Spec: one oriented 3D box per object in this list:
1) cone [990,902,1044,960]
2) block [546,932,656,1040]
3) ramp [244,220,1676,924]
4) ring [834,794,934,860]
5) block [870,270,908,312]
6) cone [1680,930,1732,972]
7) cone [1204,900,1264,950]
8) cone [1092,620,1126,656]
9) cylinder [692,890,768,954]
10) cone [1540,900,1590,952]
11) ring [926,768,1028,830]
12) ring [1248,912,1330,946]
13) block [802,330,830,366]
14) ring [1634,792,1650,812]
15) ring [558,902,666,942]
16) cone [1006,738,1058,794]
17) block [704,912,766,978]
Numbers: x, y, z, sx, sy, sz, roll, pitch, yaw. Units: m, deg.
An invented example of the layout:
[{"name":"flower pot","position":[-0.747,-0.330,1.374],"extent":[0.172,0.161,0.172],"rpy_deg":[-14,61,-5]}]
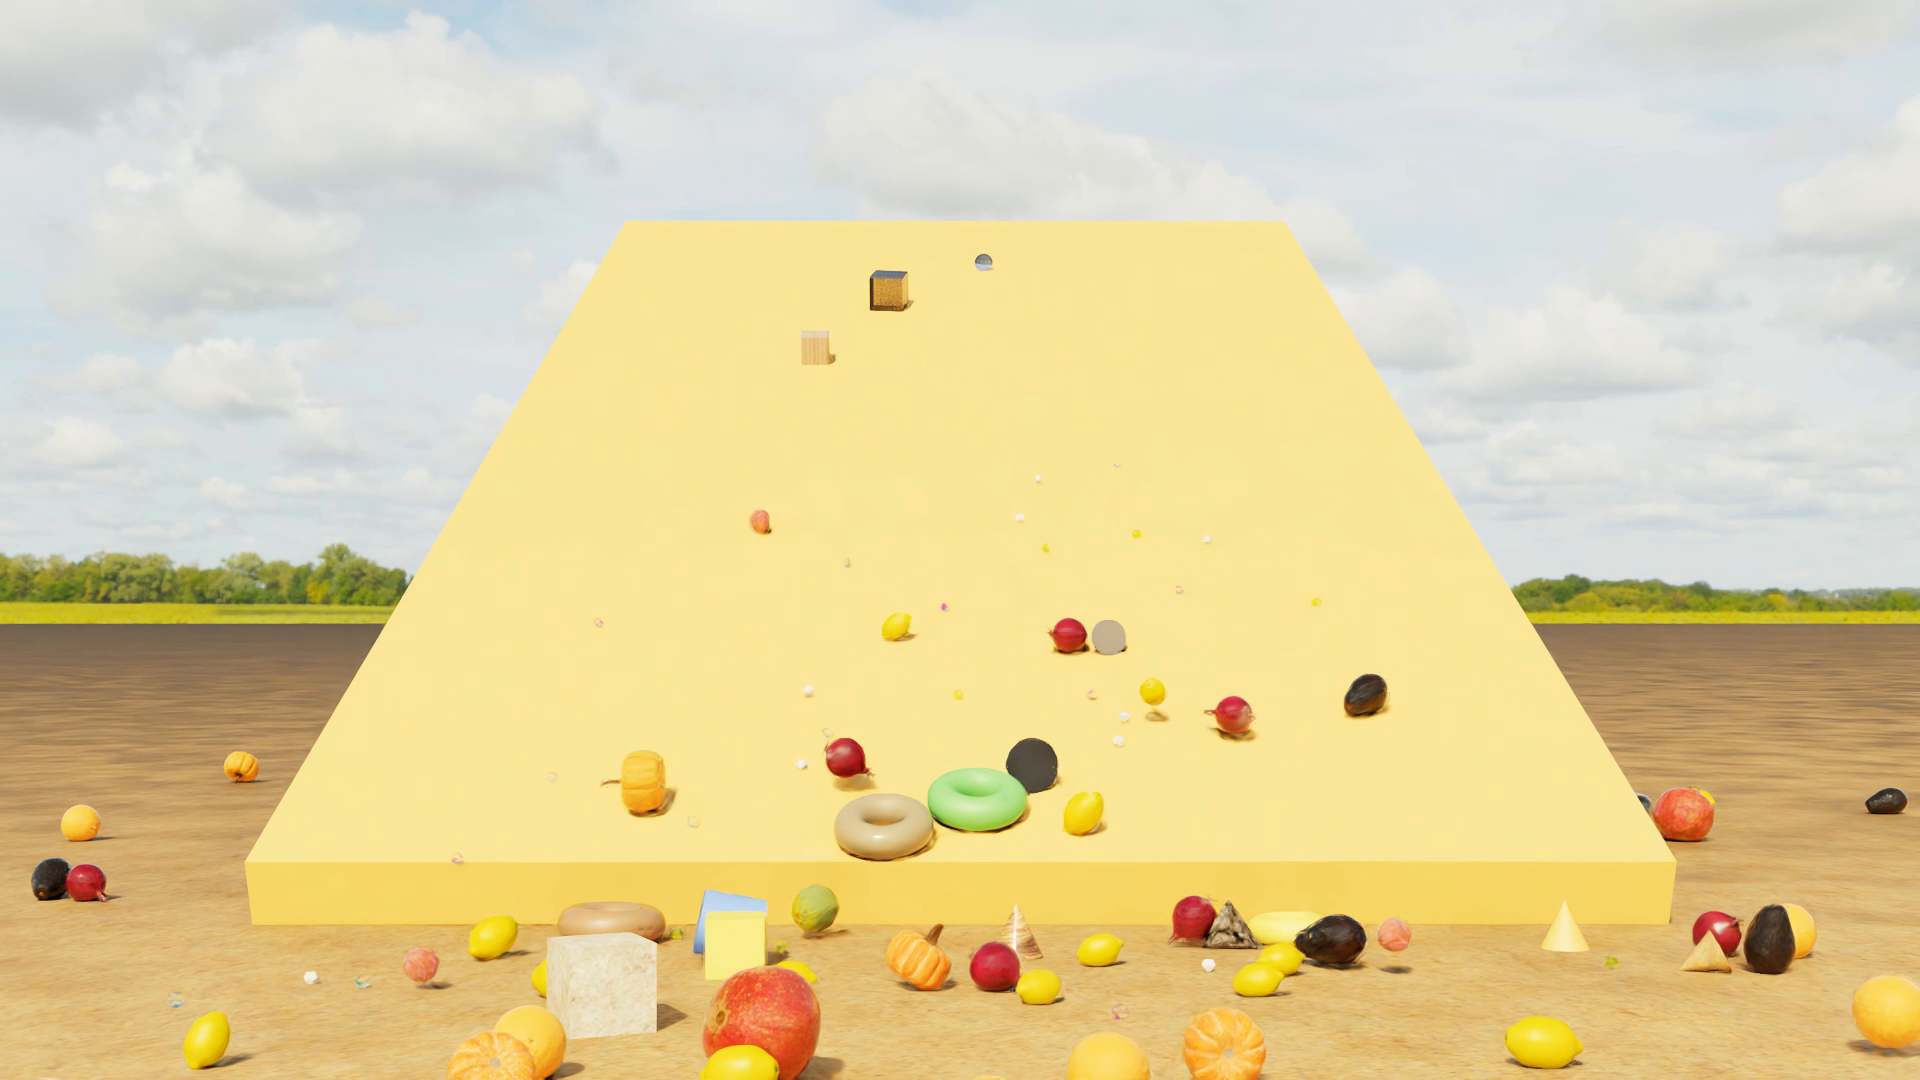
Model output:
[{"name":"cone","position":[0.072,0.498,2.913],"extent":[0.070,0.070,0.070],"rpy_deg":[0,-2,0]},{"name":"block","position":[-0.379,0.469,2.407],"extent":[0.093,0.093,0.093],"rpy_deg":[1,-2,-25]},{"name":"ramp","position":[-0.006,-0.213,5.069],"extent":[2.000,0.100,4.000],"rpy_deg":[0,21,0]},{"name":"ring","position":[-0.108,0.405,3.231],"extent":[0.143,0.048,0.143],"rpy_deg":[-1,22,0]},{"name":"block","position":[-0.186,-0.652,5.961],"extent":[0.087,0.087,0.087],"rpy_deg":[3,21,8]},{"name":"cone","position":[0.907,0.516,2.796],"extent":[0.056,0.056,0.056],"rpy_deg":[-27,-6,7]},{"name":"cone","position":[0.367,0.519,2.982],"extent":[0.070,0.070,0.070],"rpy_deg":[27,7,17]},{"name":"cone","position":[0.244,0.168,3.885],"extent":[0.062,0.062,0.062],"rpy_deg":[1,-7,-15]},{"name":"cylinder","position":[-0.287,0.483,2.850],"extent":[0.080,0.080,0.080],"rpy_deg":[12,-3,-6]},{"name":"cone","position":[0.794,0.504,2.991],"extent":[0.063,0.063,0.063],"rpy_deg":[0,-2,0]},{"name":"ring","position":[0.025,0.376,3.309],"extent":[0.147,0.049,0.147],"rpy_deg":[1,20,0]},{"name":"ring","position":[0.439,0.519,3.043],"extent":[0.110,0.037,0.110],"rpy_deg":[-1,-2,0]},{"name":"block","position":[-0.348,-0.463,5.492],"extent":[0.067,0.067,0.067],"rpy_deg":[-1,21,-3]},{"name":"ring","position":[1.474,0.585,5.071],"extent":[0.125,0.042,0.125],"rpy_deg":[1,-1,0]},{"name":"ring","position":[-0.466,0.514,3.045],"extent":[0.144,0.048,0.144],"rpy_deg":[1,-2,0]},{"name":"cone","position":[0.096,0.340,3.419],"extent":[0.082,0.082,0.082],"rpy_deg":[1,-7,-17]},{"name":"block","position":[-0.273,0.493,2.773],"extent":[0.071,0.071,0.071],"rpy_deg":[0,-2,-4]}]
